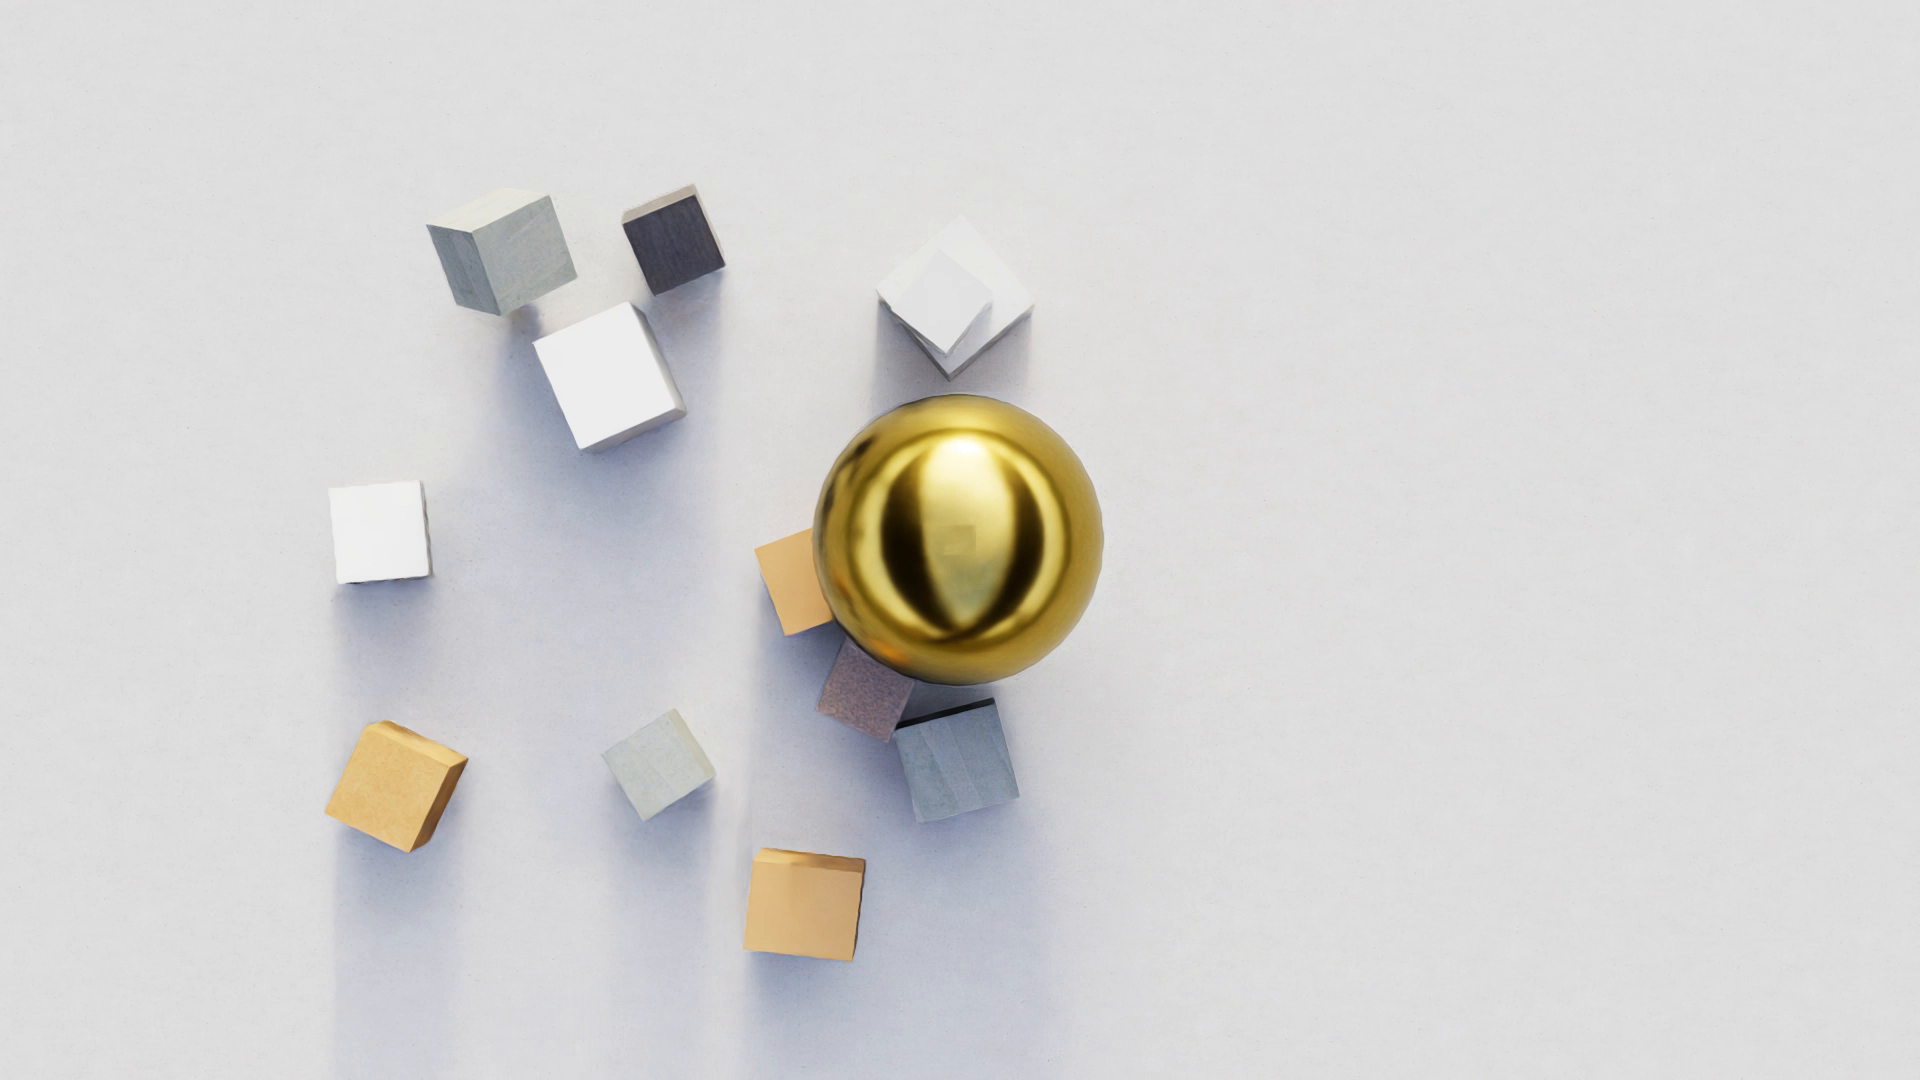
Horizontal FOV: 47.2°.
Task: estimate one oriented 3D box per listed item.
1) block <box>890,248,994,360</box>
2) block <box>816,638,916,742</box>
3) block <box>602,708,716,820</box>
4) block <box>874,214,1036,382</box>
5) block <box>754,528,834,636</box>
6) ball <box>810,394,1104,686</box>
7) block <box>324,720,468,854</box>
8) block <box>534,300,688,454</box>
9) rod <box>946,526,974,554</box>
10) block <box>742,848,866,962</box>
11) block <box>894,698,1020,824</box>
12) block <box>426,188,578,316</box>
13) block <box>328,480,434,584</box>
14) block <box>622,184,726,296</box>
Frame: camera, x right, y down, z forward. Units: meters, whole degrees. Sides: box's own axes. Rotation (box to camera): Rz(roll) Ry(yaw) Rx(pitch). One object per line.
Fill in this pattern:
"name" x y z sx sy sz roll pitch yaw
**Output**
"block" -0.095 -1.299 12.163 0.385 0.446 0.420 38 90 0
"block" -0.492 0.783 12.693 0.457 0.530 0.522 24 100 0
"block" -1.743 1.299 12.774 0.436 0.452 0.454 -33 90 0
"block" -0.027 -1.385 12.693 0.643 0.614 0.650 -40 90 0
"block" -0.846 0.214 12.762 0.504 0.476 0.535 -20 90 0
"ball" -0.012 0.000 12.002 1.600 1.600 1.600 0 90 0
"block" -3.260 1.422 12.757 0.533 0.487 0.547 25 90 0
"block" -2.003 -0.928 12.690 0.588 0.621 0.658 -24 90 0
"rod" -0.005 0.000 8.602 0.080 5.200 0.080 0 90 0
"block" -0.890 2.102 12.725 0.623 0.549 0.505 7 90 0
"block" -0.016 1.270 12.741 0.594 0.519 0.549 -15 90 0
"block" -2.612 -1.652 12.558 0.535 0.509 0.513 -34 122 -31
"block" -3.340 -0.039 12.709 0.502 0.493 0.540 -6 89 -10
"block" -1.648 -1.736 12.680 0.447 0.530 0.442 -23 107 0
